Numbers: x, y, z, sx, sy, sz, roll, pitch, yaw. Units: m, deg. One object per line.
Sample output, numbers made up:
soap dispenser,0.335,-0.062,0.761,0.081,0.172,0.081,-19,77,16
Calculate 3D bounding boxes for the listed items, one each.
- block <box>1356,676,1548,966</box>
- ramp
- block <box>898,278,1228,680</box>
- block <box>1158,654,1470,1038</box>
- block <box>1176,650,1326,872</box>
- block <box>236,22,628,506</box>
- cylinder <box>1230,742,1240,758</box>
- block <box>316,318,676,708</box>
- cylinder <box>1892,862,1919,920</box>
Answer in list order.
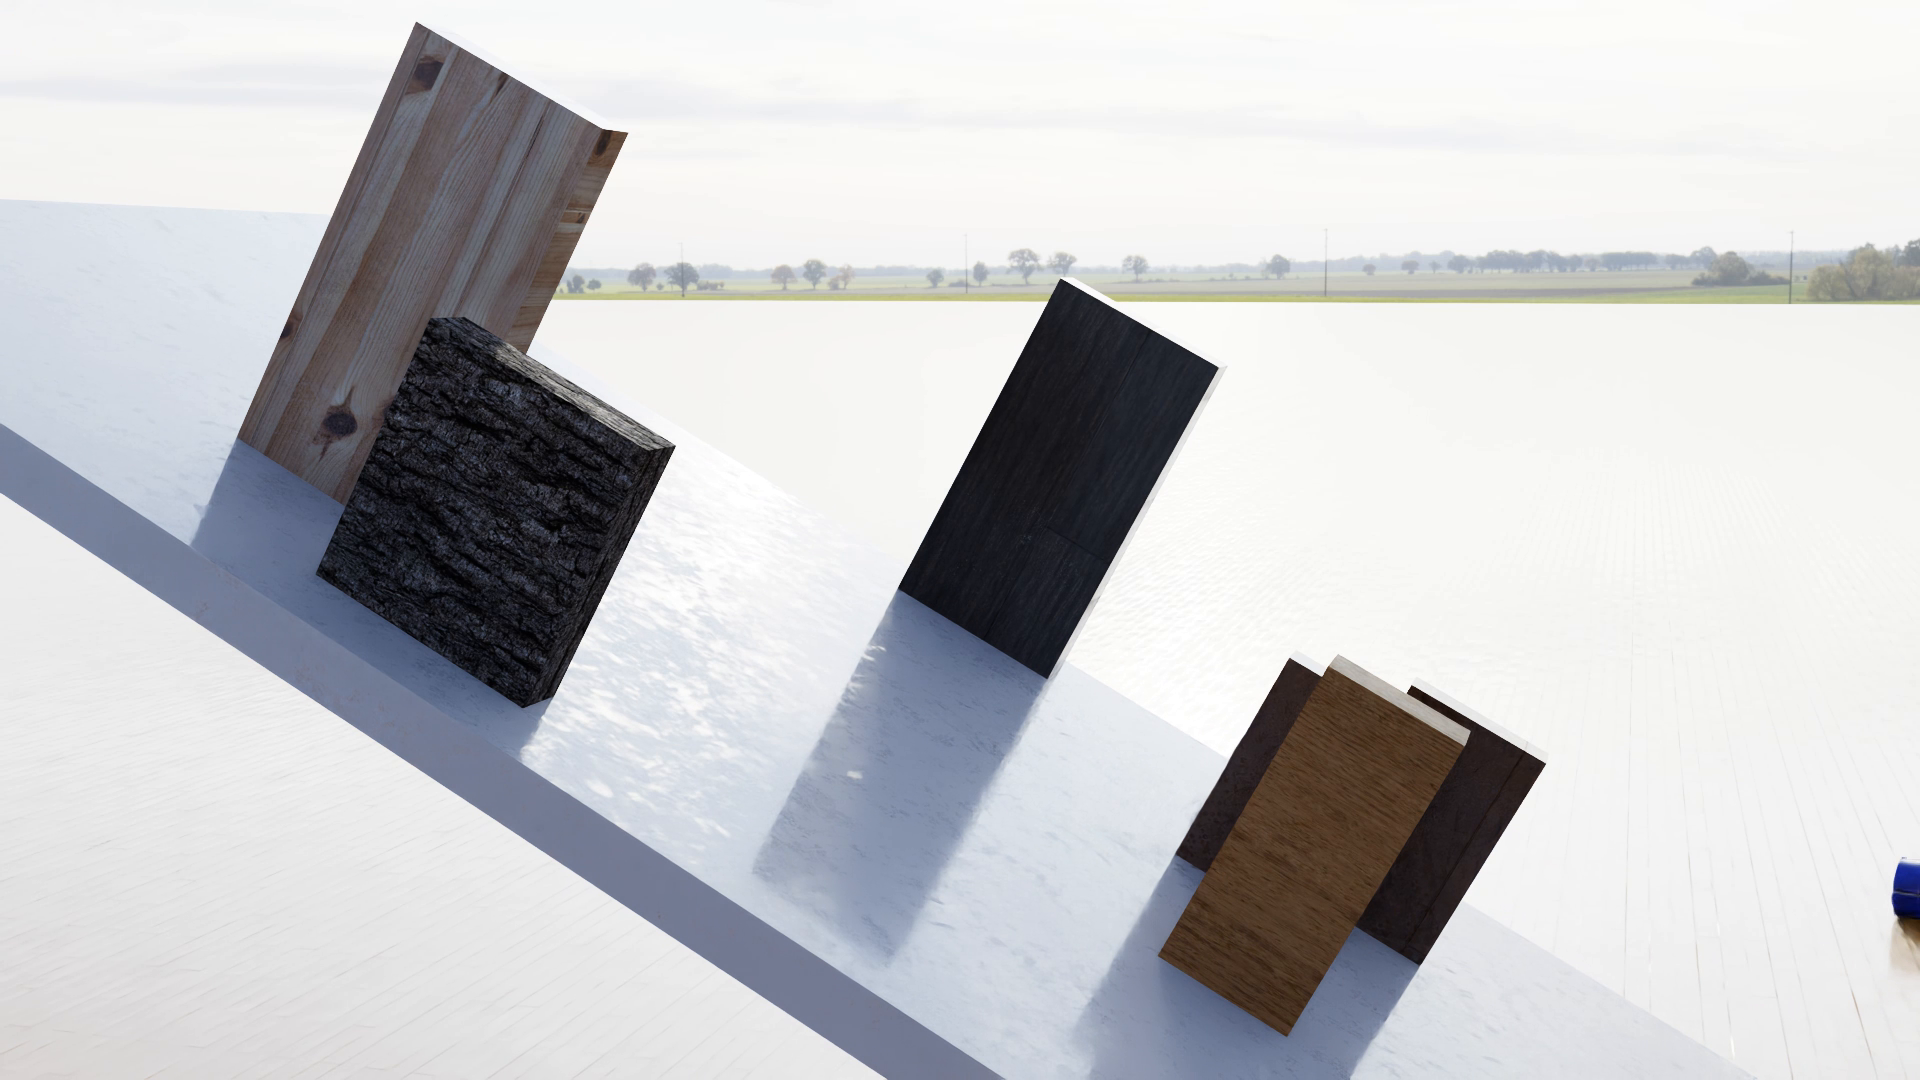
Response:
block,0.901,0.552,4.326,0.293,0.477,0.094,31,14,12
ramp,-0.212,0.351,4.142,4.000,0.100,2.000,31,14,12
block,0.220,-0.135,4.839,0.396,0.785,0.107,31,14,12
block,0.590,0.510,3.678,0.251,0.582,0.122,31,14,12
block,0.671,0.492,4.169,0.344,0.447,0.088,31,14,12
block,-0.907,-0.429,3.751,0.383,0.795,0.097,31,14,12
cylinder,0.663,0.510,4.678,0.162,0.162,0.162,26,4,-7
block,-0.727,-0.046,3.427,0.409,0.459,0.104,31,14,12
cylinder,2.780,1.011,6.309,0.163,0.163,0.163,0,6,38
